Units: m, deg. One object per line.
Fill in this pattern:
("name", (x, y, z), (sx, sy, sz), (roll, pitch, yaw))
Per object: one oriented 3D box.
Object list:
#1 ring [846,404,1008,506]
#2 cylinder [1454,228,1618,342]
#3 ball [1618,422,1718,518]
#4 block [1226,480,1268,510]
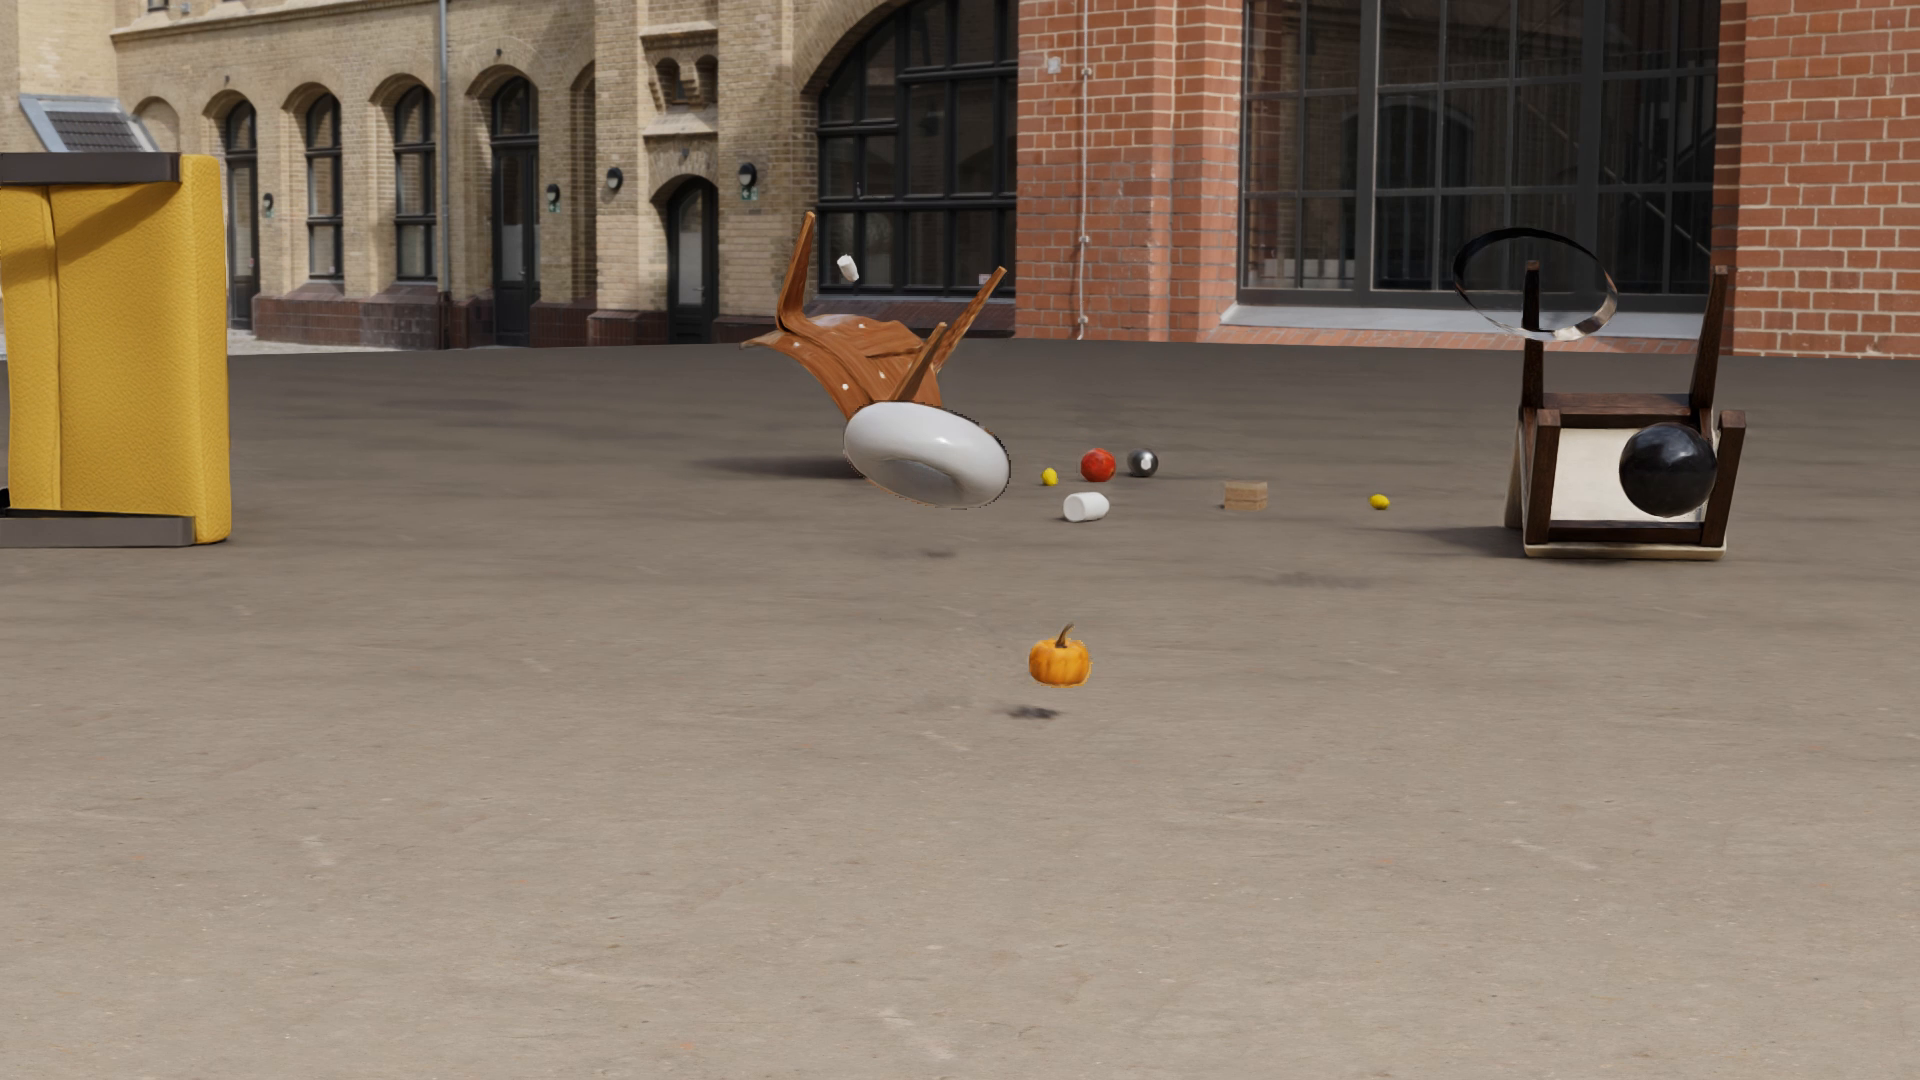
("ring", (-0.077, -0.194, 5.850), (0.386, 0.144, 0.244), (17, -29, 0))
("cylinder", (1.077, -0.476, 4.797), (0.286, 0.185, 0.173), (14, 3, 20))
("ball", (1.559, -0.155, 5.655), (0.212, 0.212, 0.212), (0, 6, 0))
("block", (0.810, -0.126, 7.261), (0.097, 0.076, 0.074), (3, 7, 29))
